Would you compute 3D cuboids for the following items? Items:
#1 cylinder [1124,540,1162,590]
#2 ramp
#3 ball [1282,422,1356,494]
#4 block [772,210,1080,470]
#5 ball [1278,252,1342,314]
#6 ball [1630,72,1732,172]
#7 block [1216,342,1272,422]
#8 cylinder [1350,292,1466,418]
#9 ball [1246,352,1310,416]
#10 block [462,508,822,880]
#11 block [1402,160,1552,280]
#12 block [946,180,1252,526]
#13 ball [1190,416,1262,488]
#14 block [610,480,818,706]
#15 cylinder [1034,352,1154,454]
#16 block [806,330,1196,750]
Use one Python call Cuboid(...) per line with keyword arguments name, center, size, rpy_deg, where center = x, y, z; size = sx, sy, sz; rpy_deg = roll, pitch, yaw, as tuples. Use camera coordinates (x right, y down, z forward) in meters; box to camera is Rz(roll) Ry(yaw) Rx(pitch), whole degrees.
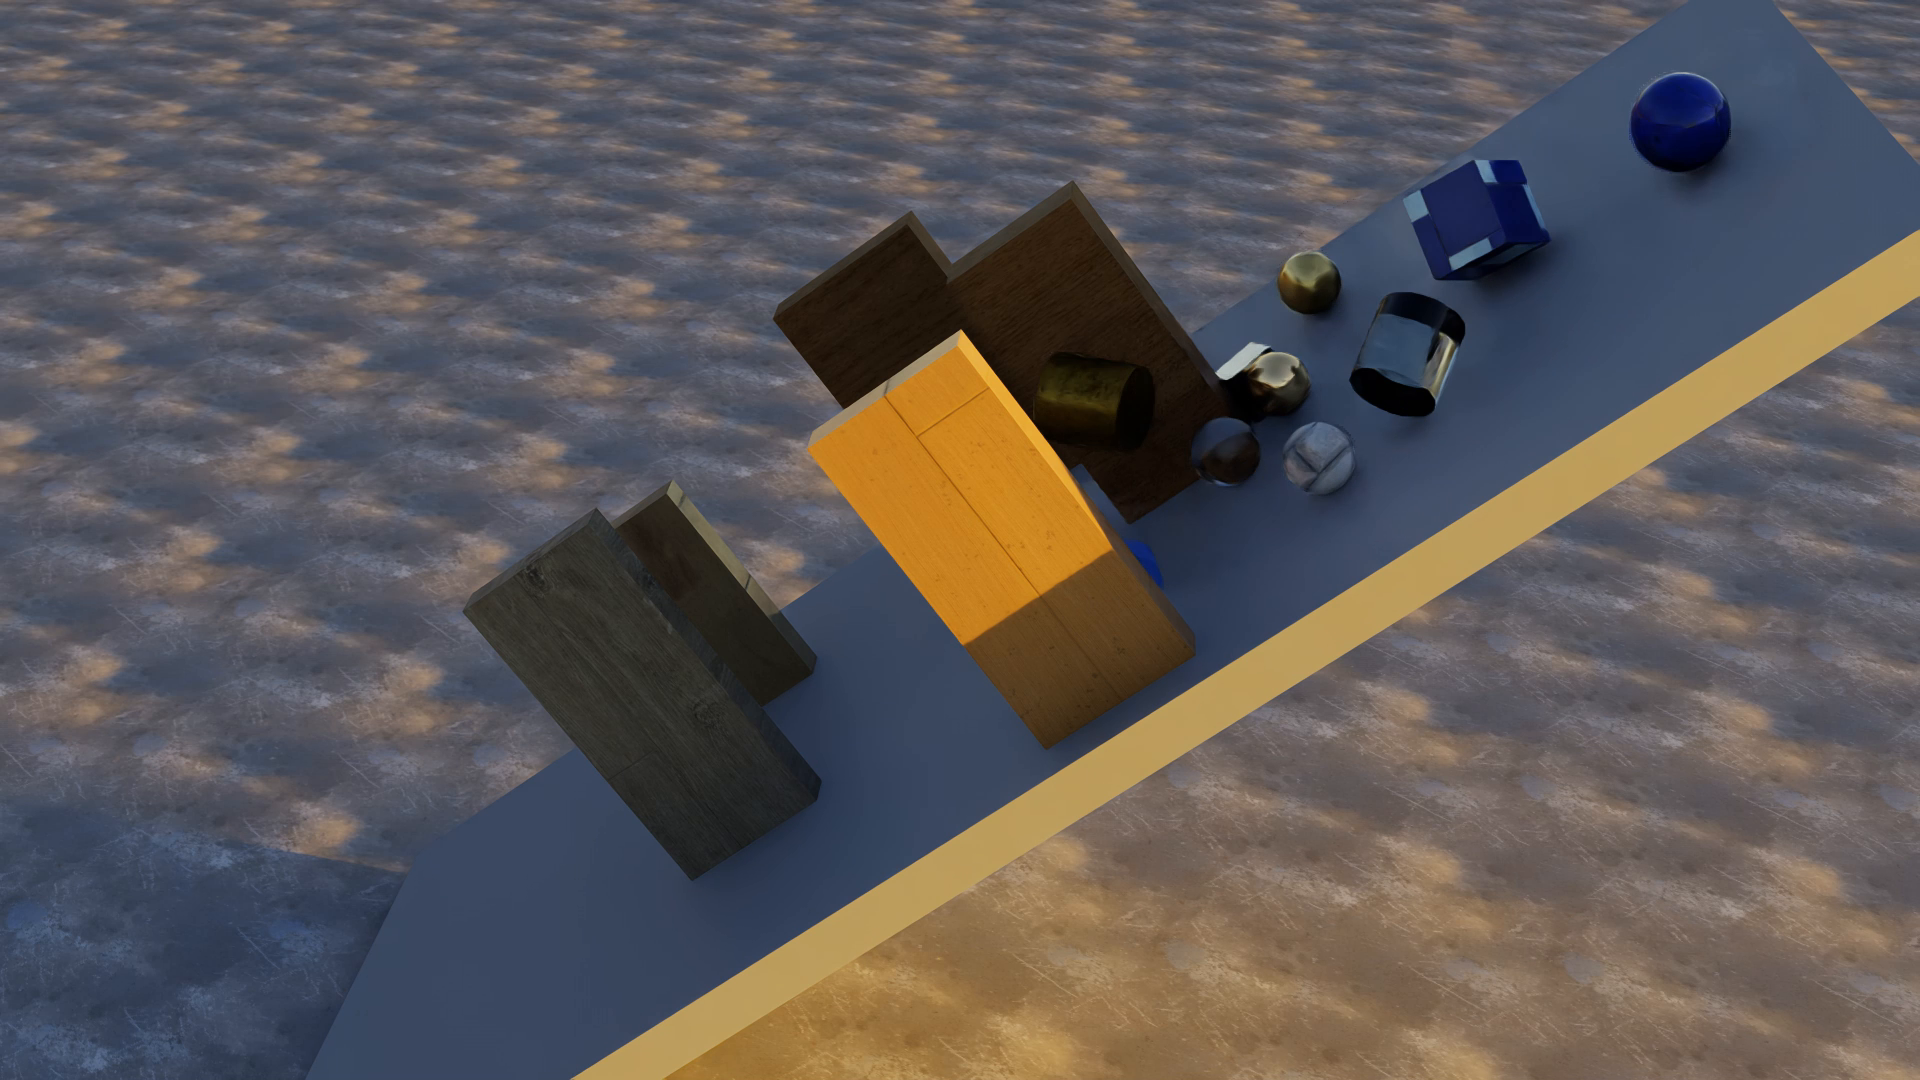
Cuboid(name="cylinder", center=(0.335, 0.069, 5.760), size=(0.112, 0.112, 0.112), rpy_deg=(-1, 17, -2))
Cuboid(name="ramp", center=(0.131, 0.177, 6.316), size=(4.000, 0.100, 2.000), rpy_deg=(-34, 16, 16))
Cuboid(name="ball", center=(0.682, -0.155, 5.584), size=(0.138, 0.138, 0.138), rpy_deg=(0, 22, 0))
Cuboid(name="block", center=(-0.064, -0.368, 6.820), size=(0.387, 0.692, 0.114), rpy_deg=(-34, 16, 16))
Cuboid(name="ball", center=(0.778, -0.573, 6.556), size=(0.141, 0.141, 0.141), rpy_deg=(0, 22, 0))
Cuboid(name="ball", center=(1.406, -0.816, 5.742), size=(0.193, 0.193, 0.193), rpy_deg=(0, 22, 0))
Cuboid(name="block", center=(0.628, -0.336, 6.267), size=(0.114, 0.114, 0.114), rpy_deg=(-40, 15, -6))
Cuboid(name="cylinder", center=(0.854, -0.353, 5.609), size=(0.172, 0.172, 0.172), rpy_deg=(13, 67, 29))
Cuboid(name="ball", center=(0.661, -0.325, 6.121), size=(0.134, 0.134, 0.134), rpy_deg=(0, 22, 0))
Cuboid(name="block", center=(-0.648, 0.323, 6.046), size=(0.332, 0.750, 0.093), rpy_deg=(-34, 16, 16))
Cuboid(name="block", center=(1.046, -0.646, 5.950), size=(0.181, 0.181, 0.181), rpy_deg=(-28, -13, 38))
Cuboid(name="block", center=(0.295, -0.388, 6.150), size=(0.316, 0.649, 0.142), rpy_deg=(-34, 16, 16))
Cuboid(name="ball", center=(0.538, -0.178, 5.962), size=(0.143, 0.143, 0.143), rpy_deg=(0, 22, 0))
Cuboid(name="block", center=(-0.630, 0.171, 6.824), size=(0.327, 0.546, 0.091), rpy_deg=(-34, 16, 16))
Cuboid(name="cylinder", center=(0.274, -0.278, 5.966), size=(0.182, 0.182, 0.182), rpy_deg=(13, 25, 26))
Cuboid(name="block", center=(0.081, 0.007, 5.357), size=(0.337, 0.729, 0.093), rpy_deg=(-34, 16, 16))
